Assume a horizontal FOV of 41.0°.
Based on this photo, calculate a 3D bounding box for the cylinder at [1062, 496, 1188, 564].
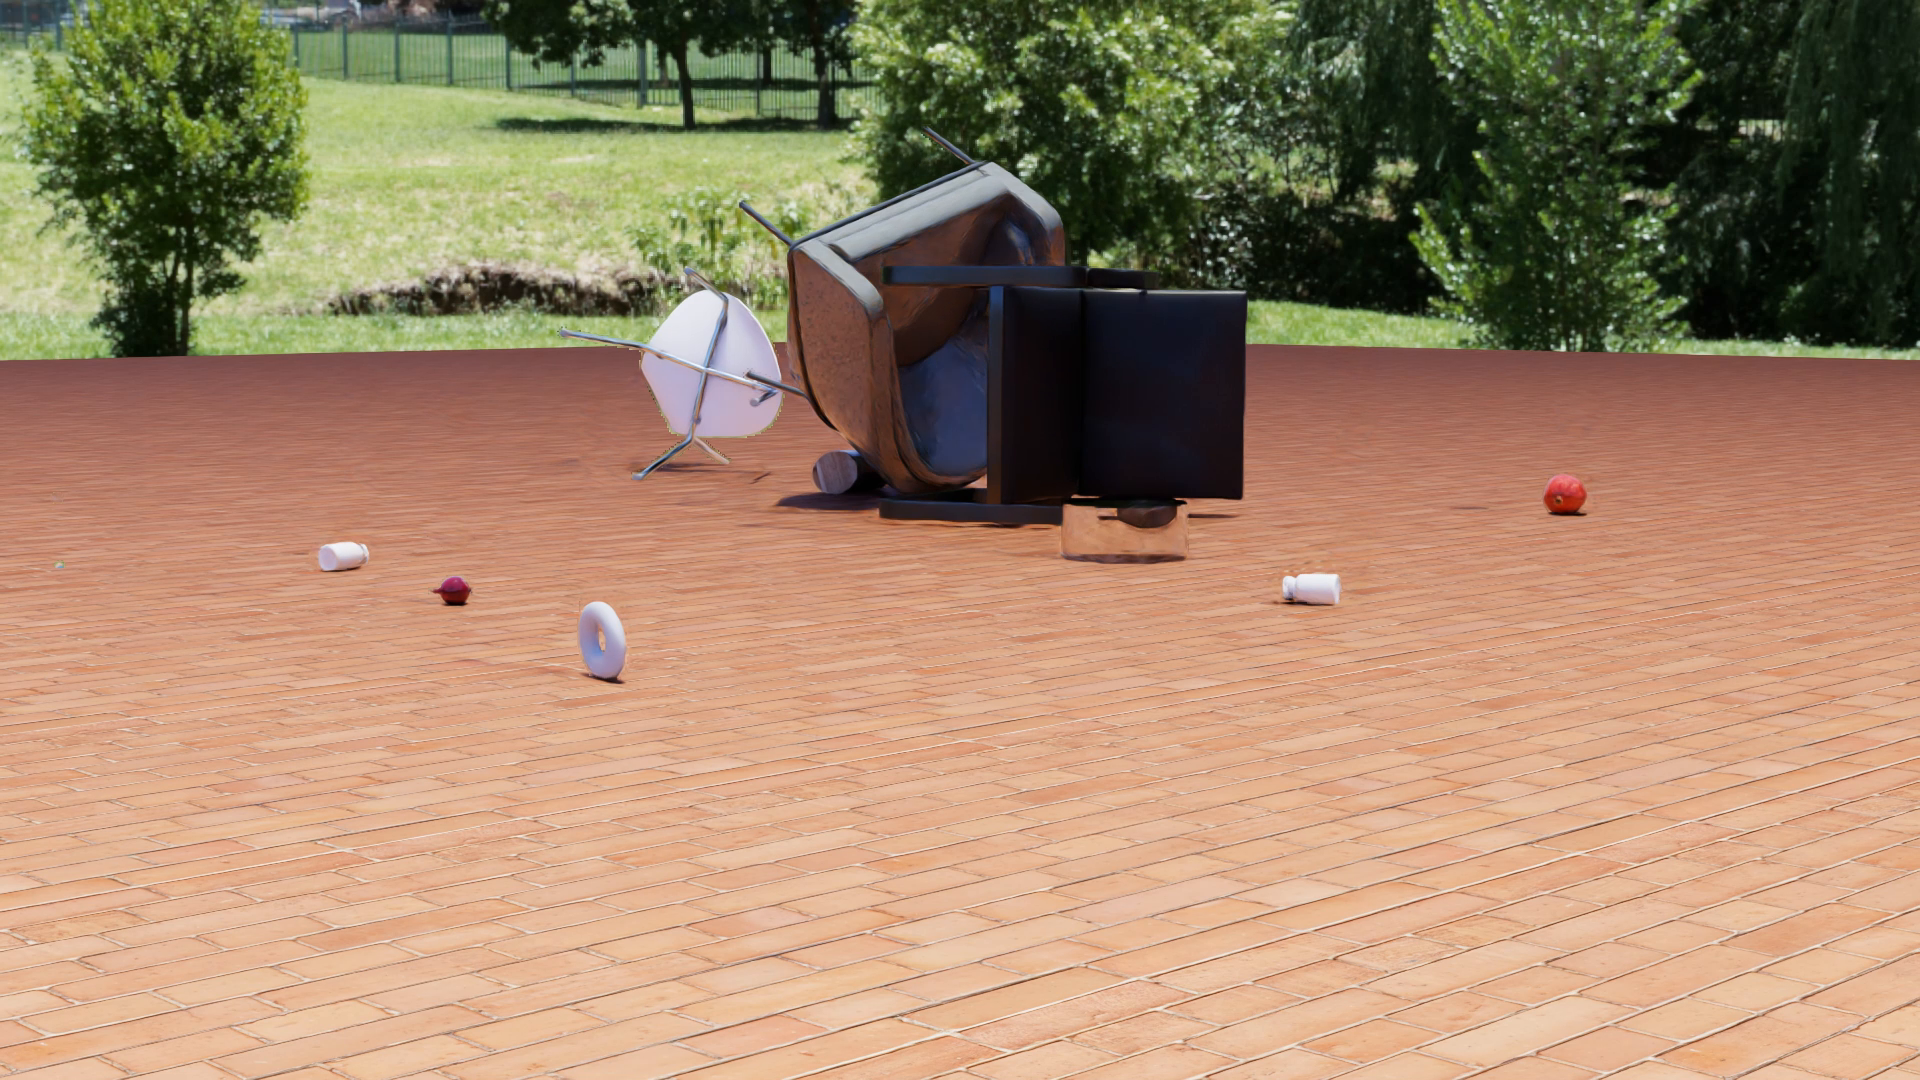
[{"bbox_3d":[0.387,-0.024,6.021,0.295,0.129,0.300,0,6,2],"label":"cylinder"}]

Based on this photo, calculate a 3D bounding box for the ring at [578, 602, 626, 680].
[{"bbox_3d":[-0.587,0.166,4.209,0.028,0.120,0.149,-1,37,-36],"label":"ring"}]

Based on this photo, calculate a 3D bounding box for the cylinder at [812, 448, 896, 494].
[{"bbox_3d":[-0.321,-0.212,7.825,0.168,0.129,0.211,-15,-3,32],"label":"cylinder"}]
